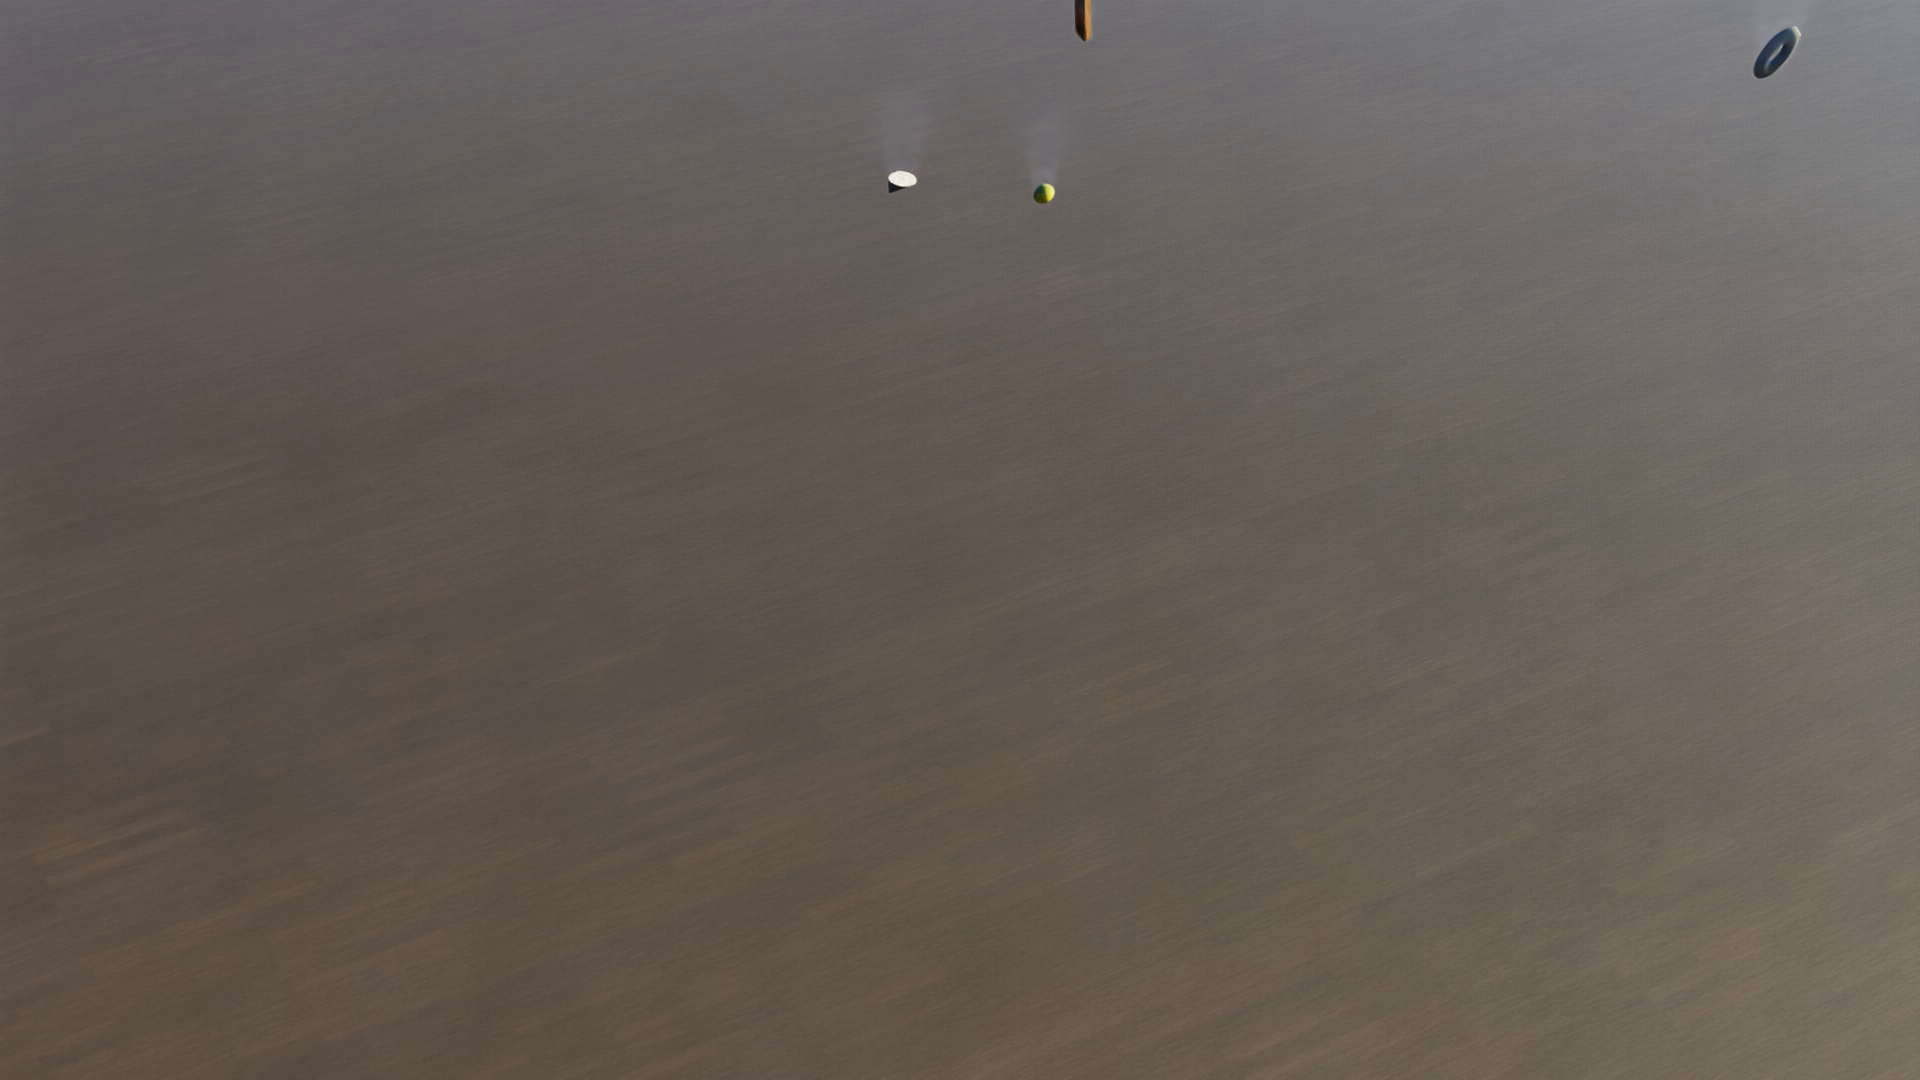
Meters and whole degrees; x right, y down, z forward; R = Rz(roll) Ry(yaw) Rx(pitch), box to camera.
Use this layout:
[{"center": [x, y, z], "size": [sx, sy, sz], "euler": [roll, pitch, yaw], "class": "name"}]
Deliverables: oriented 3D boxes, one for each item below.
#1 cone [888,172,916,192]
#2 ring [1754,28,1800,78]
[{"center": [-0.194, -1.073, 8.894], "size": [0.100, 0.085, 0.052], "euler": [-5, 68, -36], "class": "cone"}, {"center": [2.562, -1.529, 9.197], "size": [0.106, 0.196, 0.033], "euler": [15, 32, -36], "class": "ring"}]
